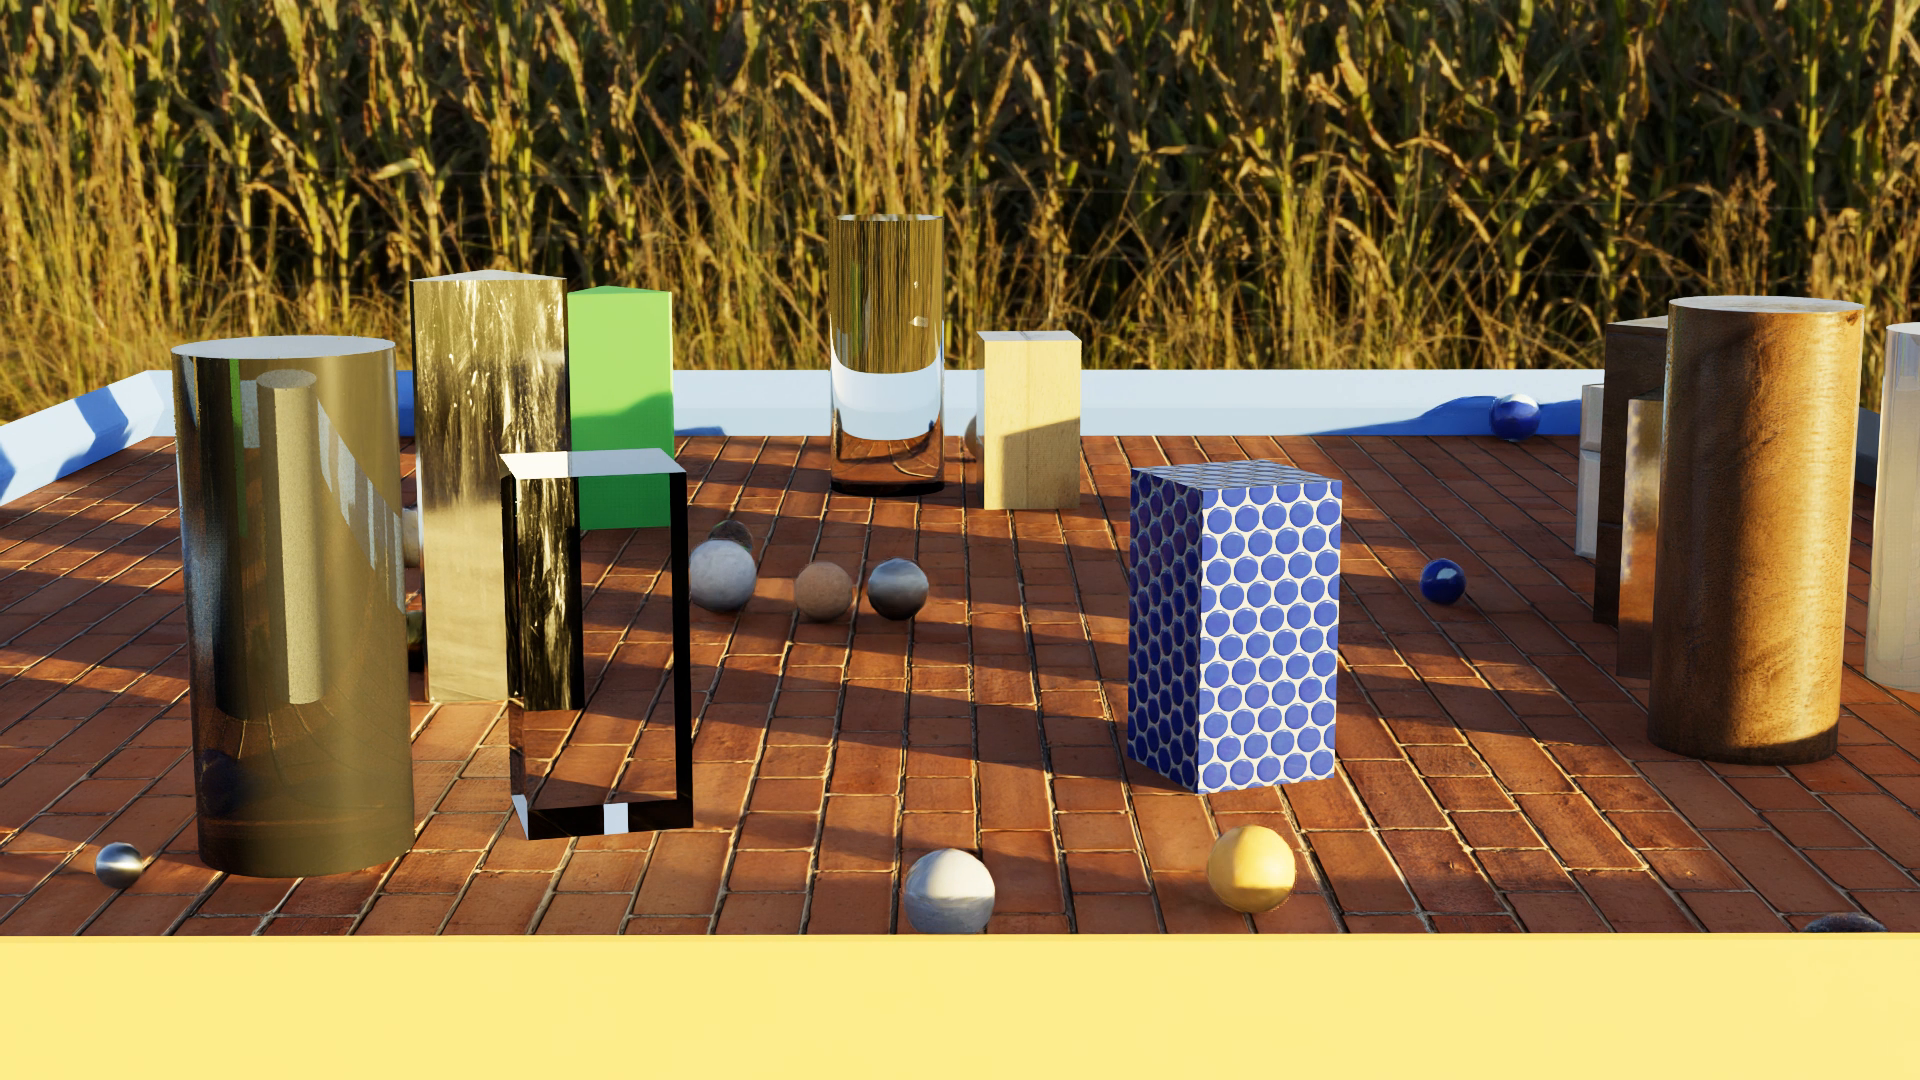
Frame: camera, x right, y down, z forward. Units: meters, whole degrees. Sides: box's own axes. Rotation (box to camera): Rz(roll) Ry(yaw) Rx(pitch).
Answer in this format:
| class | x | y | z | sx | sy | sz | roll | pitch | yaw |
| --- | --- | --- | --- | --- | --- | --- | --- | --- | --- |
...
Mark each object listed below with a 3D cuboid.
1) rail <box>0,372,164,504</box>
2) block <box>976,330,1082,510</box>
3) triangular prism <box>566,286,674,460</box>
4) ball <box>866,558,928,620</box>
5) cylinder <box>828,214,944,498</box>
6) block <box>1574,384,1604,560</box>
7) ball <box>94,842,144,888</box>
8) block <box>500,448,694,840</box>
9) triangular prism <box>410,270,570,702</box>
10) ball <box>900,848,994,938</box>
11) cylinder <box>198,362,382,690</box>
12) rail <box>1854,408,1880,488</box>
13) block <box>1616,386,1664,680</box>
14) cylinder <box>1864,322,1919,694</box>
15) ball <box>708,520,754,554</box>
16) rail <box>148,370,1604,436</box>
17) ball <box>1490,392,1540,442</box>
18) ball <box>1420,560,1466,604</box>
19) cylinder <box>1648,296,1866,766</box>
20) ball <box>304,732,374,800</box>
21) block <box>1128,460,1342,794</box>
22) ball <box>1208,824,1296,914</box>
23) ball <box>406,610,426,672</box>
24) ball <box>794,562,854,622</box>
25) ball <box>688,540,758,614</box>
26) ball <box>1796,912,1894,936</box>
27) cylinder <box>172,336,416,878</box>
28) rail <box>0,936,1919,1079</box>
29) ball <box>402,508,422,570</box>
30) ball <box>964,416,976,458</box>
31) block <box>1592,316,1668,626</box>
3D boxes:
| class | x | y | z | sx | sy | sz | roll | pitch | yaw |
| --- | --- | --- | --- | --- | --- | --- | --- | --- | --- |
| rail | -1.580 | 0.035 | 3.440 | 0.045 | 0.129 | 3.368 | 0 | 10 | 0 |
| block | 0.114 | -0.204 | 4.322 | 0.159 | 0.280 | 0.159 | -1 | 11 | -4 |
| triangular prism | -0.565 | -0.224 | 4.189 | 0.172 | 0.369 | 0.149 | -3 | 11 | -14 |
| ball | -0.083 | 0.066 | 3.407 | 0.082 | 0.082 | 0.082 | 0 | 10 | 0 |
| cylinder | -0.126 | -0.322 | 4.441 | 0.199 | 0.469 | 0.199 | 0 | 10 | 0 |
| block | 1.036 | -0.100 | 3.820 | 0.159 | 0.258 | 0.159 | -6 | 12 | -31 |
| ball | -0.754 | 0.291 | 2.300 | 0.041 | 0.041 | 0.041 | 0 | 10 | 0 |
| block | -0.356 | 0.097 | 2.507 | 0.159 | 0.349 | 0.159 | -3 | 11 | -15 |
| triangular prism | -0.545 | -0.067 | 3.013 | 0.172 | 0.488 | 0.149 | -2 | 11 | -9 |
| ball | -0.010 | 0.299 | 2.155 | 0.079 | 0.079 | 0.079 | 0 | 10 | 0 |
| cylinder | -0.805 | -0.020 | 3.091 | 0.199 | 0.366 | 0.199 | 0 | 10 | 0 |
| rail | 1.580 | 0.032 | 3.458 | 0.045 | 0.129 | 3.368 | 0 | 10 | 0 |
| block | 0.900 | -0.007 | 3.100 | 0.159 | 0.337 | 0.159 | 6 | 12 | 28 |
| cylinder | 1.193 | -0.040 | 3.050 | 0.199 | 0.420 | 0.199 | 0 | 10 | 0 |
| ball | -0.339 | 0.004 | 3.781 | 0.067 | 0.067 | 0.067 | 0 | 10 | 0 |
| rail | -0.010 | -0.269 | 5.081 | 3.208 | 0.129 | 0.045 | 0 | 10 | 0 |
| ball | 1.088 | -0.240 | 5.023 | 0.096 | 0.096 | 0.096 | 0 | 10 | 0 |
| ball | 0.661 | 0.057 | 3.509 | 0.062 | 0.062 | 0.062 | 0 | 10 | 0 |
| cylinder | 0.852 | -0.015 | 2.756 | 0.199 | 0.478 | 0.199 | 0 | 10 | 0 |
| ball | -0.623 | 0.227 | 2.575 | 0.067 | 0.067 | 0.067 | 0 | 10 | 0 |
| block | 0.283 | 0.086 | 2.671 | 0.159 | 0.311 | 0.159 | -4 | 11 | -23 |
| ball | 0.253 | 0.286 | 2.231 | 0.077 | 0.077 | 0.077 | 0 | 10 | 0 |
| ball | -0.657 | 0.122 | 3.118 | 0.076 | 0.076 | 0.076 | 0 | 10 | 0 |
| ball | -0.181 | 0.069 | 3.401 | 0.079 | 0.079 | 0.079 | 0 | 10 | 0 |
| ball | -0.323 | 0.049 | 3.452 | 0.099 | 0.099 | 0.099 | 0 | 10 | 0 |
| ball | 0.676 | 0.330 | 1.958 | 0.090 | 0.090 | 0.090 | 0 | 10 | 0 |
| cylinder | -0.616 | 0.056 | 2.383 | 0.199 | 0.473 | 0.199 | 0 | 10 | 0 |
| rail | 0.010 | 0.335 | 1.816 | 3.208 | 0.129 | 0.045 | 0 | 10 | 0 |
| ball | -0.814 | -0.001 | 3.755 | 0.088 | 0.088 | 0.088 | 0 | 10 | 0 |
| ball | 0.057 | -0.192 | 4.759 | 0.098 | 0.098 | 0.098 | 0 | 10 | 0 |
| block | 0.952 | -0.086 | 3.366 | 0.159 | 0.396 | 0.159 | 10 | 15 | 44 |
